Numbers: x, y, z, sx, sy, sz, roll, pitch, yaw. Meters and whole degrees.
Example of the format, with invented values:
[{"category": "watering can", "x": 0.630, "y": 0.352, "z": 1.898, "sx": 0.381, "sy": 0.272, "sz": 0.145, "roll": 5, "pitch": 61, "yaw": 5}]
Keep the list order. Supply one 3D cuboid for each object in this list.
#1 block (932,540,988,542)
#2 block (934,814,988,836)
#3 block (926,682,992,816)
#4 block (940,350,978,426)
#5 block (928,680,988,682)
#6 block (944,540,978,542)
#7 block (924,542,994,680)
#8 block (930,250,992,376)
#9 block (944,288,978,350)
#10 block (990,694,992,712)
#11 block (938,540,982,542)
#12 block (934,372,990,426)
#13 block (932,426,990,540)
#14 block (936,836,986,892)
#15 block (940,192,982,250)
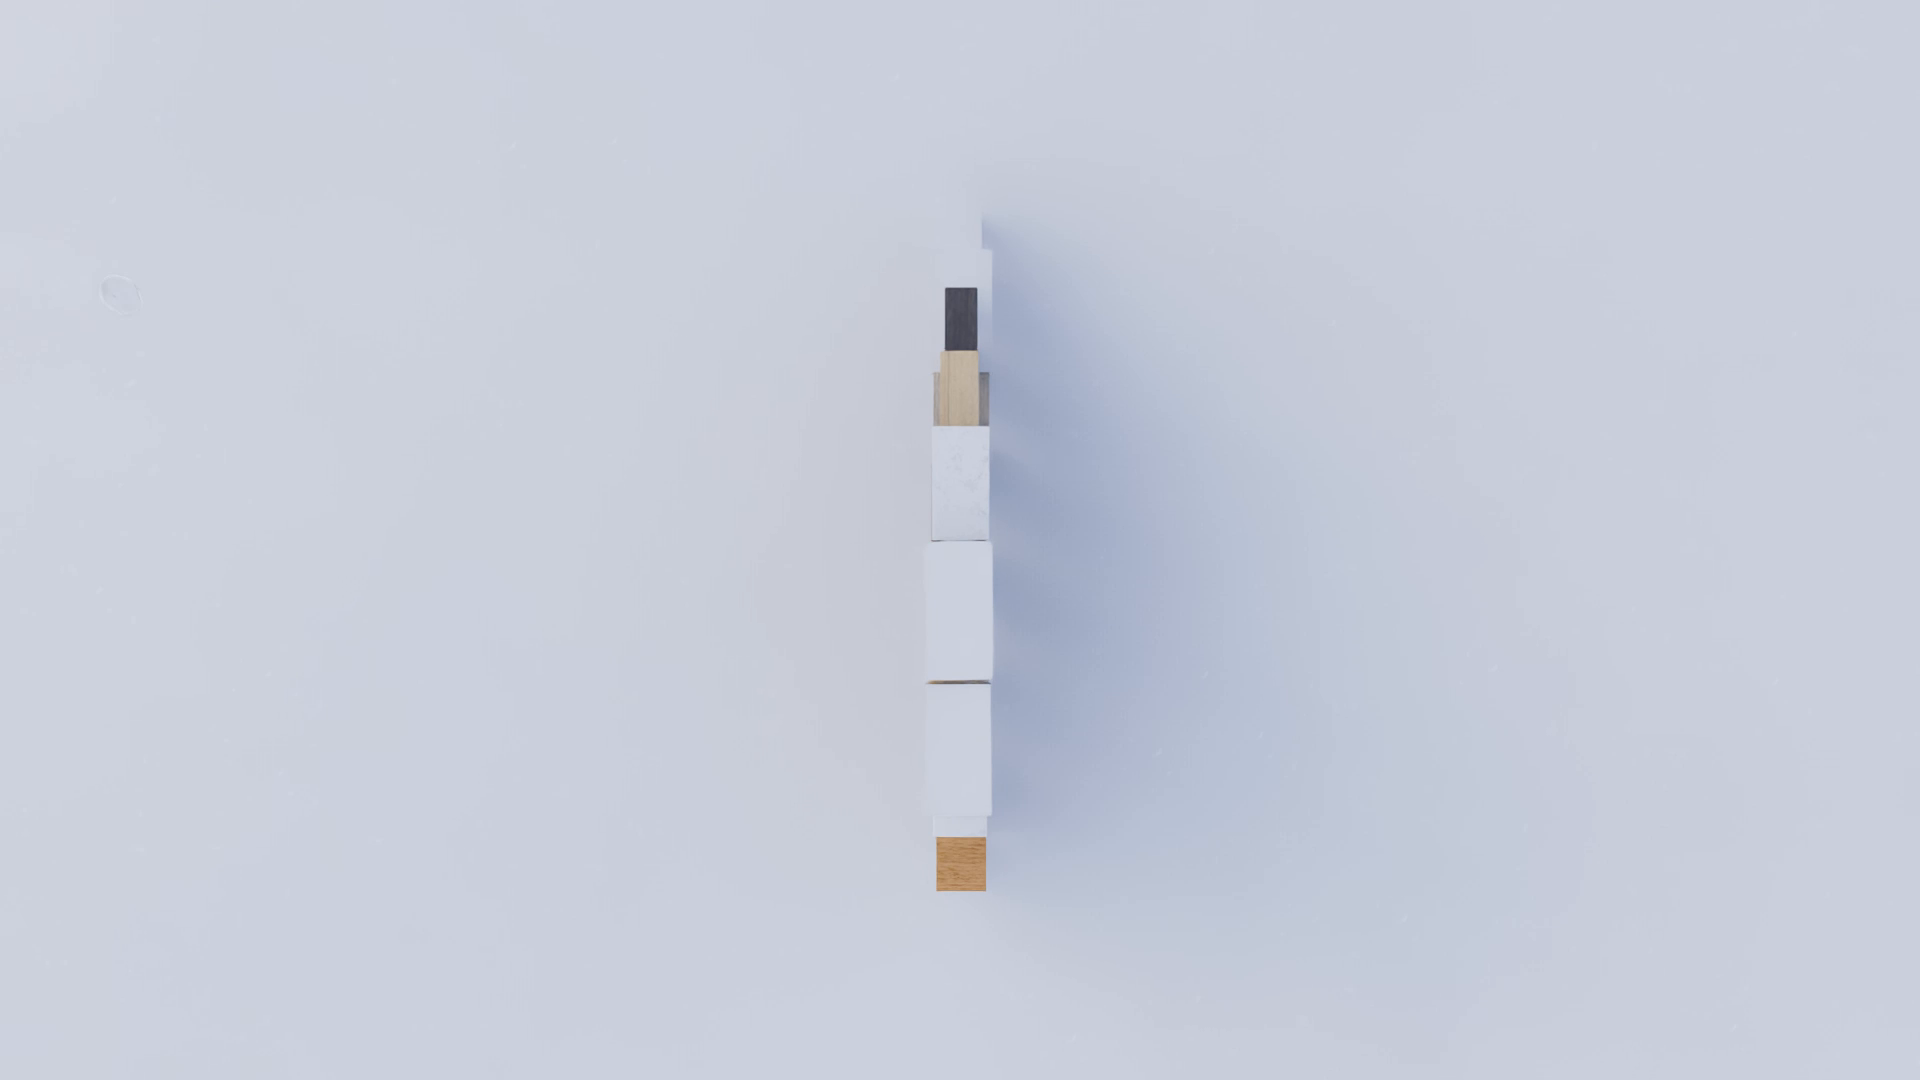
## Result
[{"category": "block", "x": -0.002, "y": -0.057, "z": 5.129, "sx": 0.173, "sy": 0.049, "sz": 0.346, "roll": 0, "pitch": 90, "yaw": 0}, {"category": "block", "x": 0.001, "y": 0.655, "z": 4.466, "sx": 0.145, "sy": 0.041, "sz": 0.291, "roll": 0, "pitch": 90, "yaw": 0}, {"category": "block", "x": -0.004, "y": 0.506, "z": 4.007, "sx": 0.158, "sy": 0.045, "sz": 0.317, "roll": -1, "pitch": 90, "yaw": 0}, {"category": "block", "x": -0.002, "y": -0.387, "z": 4.255, "sx": 0.099, "sy": 0.028, "sz": 0.198, "roll": 0, "pitch": 90, "yaw": 0}, {"category": "block", "x": -0.005, "y": 0.347, "z": 4.368, "sx": 0.157, "sy": 0.044, "sz": 0.313, "roll": 0, "pitch": 90, "yaw": 0}, {"category": "block", "x": 0.001, "y": -0.053, "z": 4.611, "sx": 0.095, "sy": 0.027, "sz": 0.189, "roll": 0, "pitch": 90, "yaw": 0}, {"category": "block", "x": -0.003, "y": 0.170, "z": 3.989, "sx": 0.166, "sy": 0.047, "sz": 0.333, "roll": -1, "pitch": 90, "yaw": 0}, {"category": "block", "x": 0.004, "y": -0.630, "z": 4.563, "sx": 0.171, "sy": 0.048, "sz": 0.341, "roll": 0, "pitch": 90, "yaw": 0}, {"category": "block", "x": 0.003, "y": -0.578, "z": 4.354, "sx": 0.086, "sy": 0.024, "sz": 0.173, "roll": 0, "pitch": 90, "yaw": 0}, {"category": "block", "x": -0.003, "y": 0.399, "z": 4.188, "sx": 0.158, "sy": 0.317, "sz": 0.045, "roll": 0, "pitch": 90, "yaw": 0}, {"category": "block", "x": -0.002, "y": -0.092, "z": 4.832, "sx": 0.127, "sy": 0.036, "sz": 0.255, "roll": 0, "pitch": 90, "yaw": 0}, {"category": "block", "x": 0.004, "y": -0.303, "z": 4.489, "sx": 0.152, "sy": 0.043, "sz": 0.303, "roll": 0, "pitch": 90, "yaw": 0}, {"category": "block", "x": 0.002, "y": -0.142, "z": 4.159, "sx": 0.144, "sy": 0.041, "sz": 0.288, "roll": 0, "pitch": 90, "yaw": 0}, {"category": "block", "x": 0.004, "y": 0.941, "z": 5.167, "sx": 0.156, "sy": 0.044, "sz": 0.311, "roll": 0, "pitch": 90, "yaw": 0}, {"category": "block", "x": 0.002, "y": -0.961, "z": 5.211, "sx": 0.135, "sy": 0.038, "sz": 0.270, "roll": 0, "pitch": 90, "yaw": 0}]
